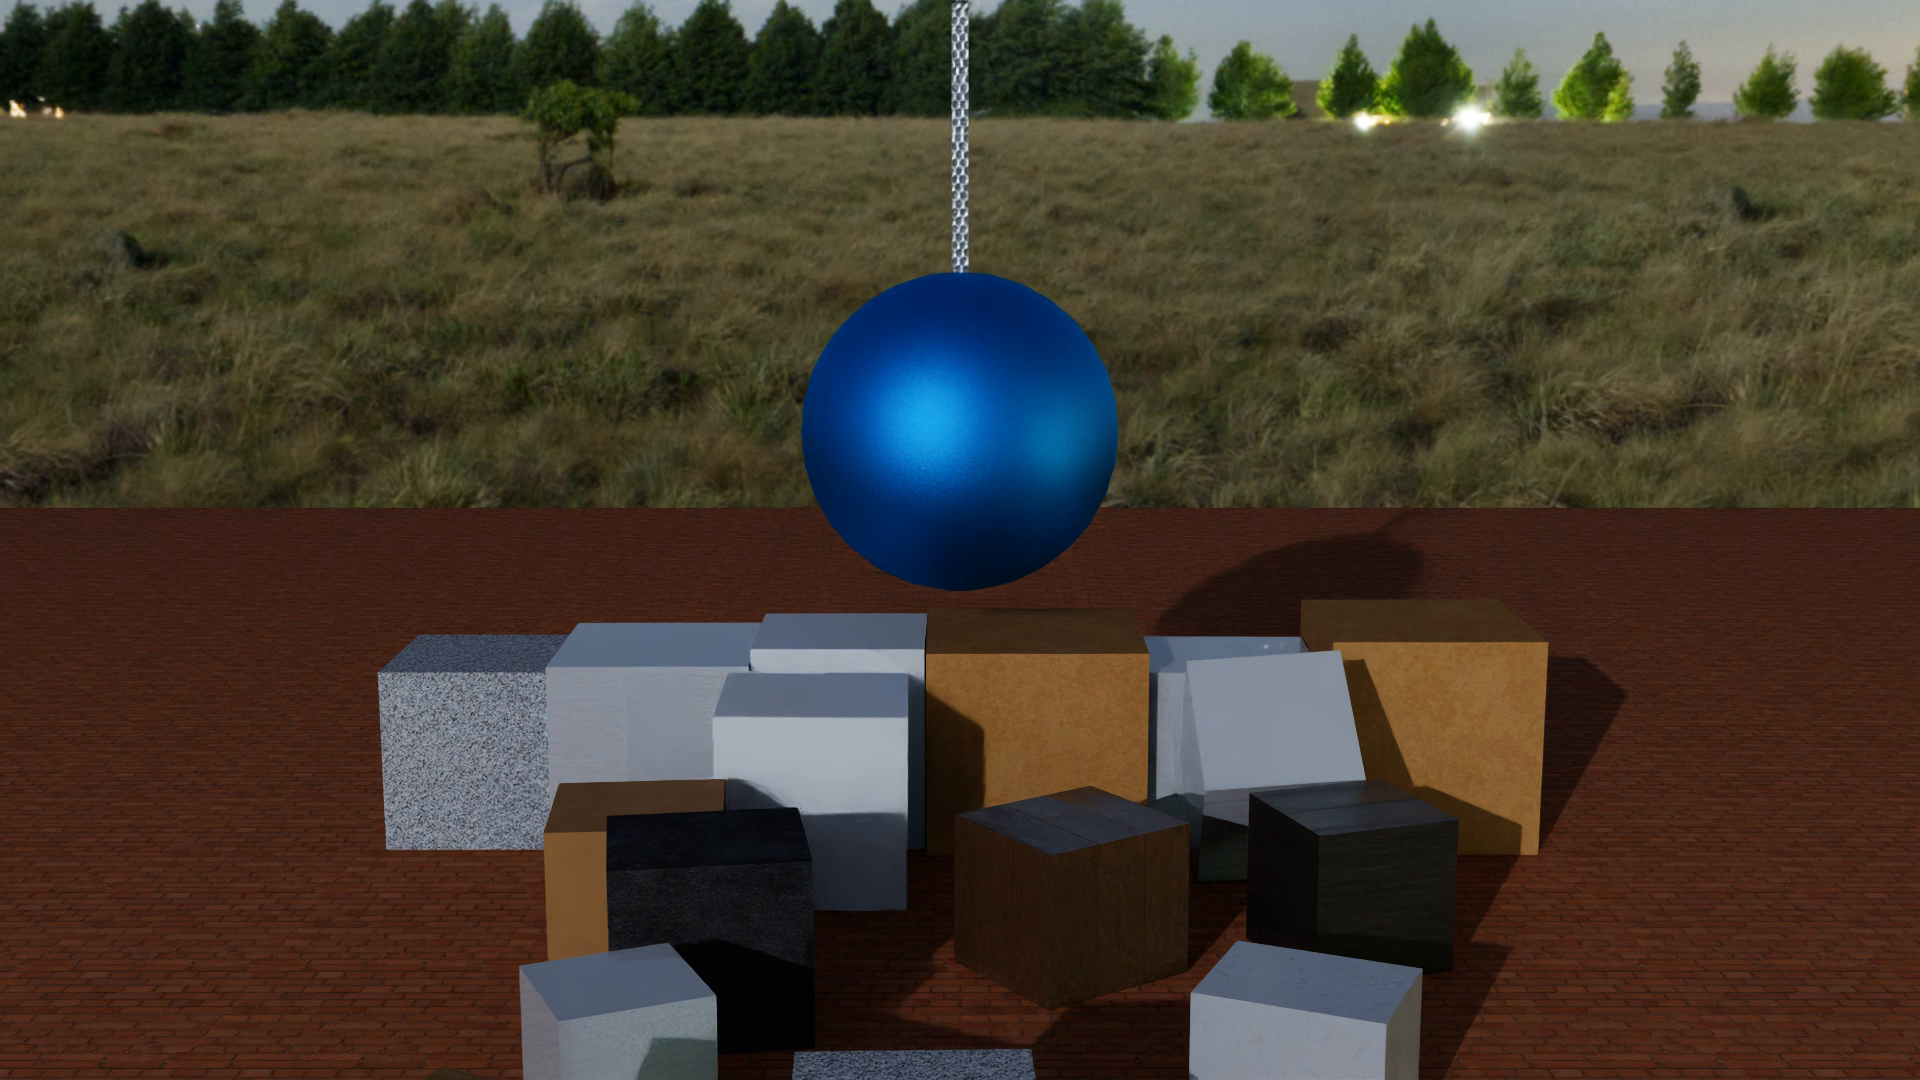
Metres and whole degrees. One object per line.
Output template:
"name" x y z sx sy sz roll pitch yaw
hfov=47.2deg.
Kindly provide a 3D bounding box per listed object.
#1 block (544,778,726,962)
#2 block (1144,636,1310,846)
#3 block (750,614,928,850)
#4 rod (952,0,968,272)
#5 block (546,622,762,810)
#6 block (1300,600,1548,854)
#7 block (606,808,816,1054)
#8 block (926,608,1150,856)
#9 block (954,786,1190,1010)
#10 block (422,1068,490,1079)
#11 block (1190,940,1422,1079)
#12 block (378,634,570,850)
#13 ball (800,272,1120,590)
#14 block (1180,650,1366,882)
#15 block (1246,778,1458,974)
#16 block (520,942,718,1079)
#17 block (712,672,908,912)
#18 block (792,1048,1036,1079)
"block" -1.390 1.476 9.552 0.737 0.677 0.725 -1 10 -5
"block" 1.373 1.030 11.387 0.870 0.900 0.815 0 10 1
"block" -0.603 0.971 11.356 0.859 1.027 0.840 0 10 0
"rod" 0.000 -3.893 10.464 0.080 5.200 0.080 0 10 0
"block" -1.540 1.004 11.359 0.991 0.960 1.001 0 10 -1
"block" 2.351 0.942 11.353 1.052 1.084 1.021 0 10 0
"block" -1.010 1.563 8.826 0.787 0.767 0.706 -2 10 -9
"block" 0.379 0.969 11.366 1.095 1.028 1.050 0 10 0
"block" 0.474 1.511 9.406 0.743 0.662 0.675 -7 13 -34
"block" -1.362 2.054 5.957 0.809 0.828 0.855 6 12 28
"block" 1.218 1.840 7.745 0.681 0.609 0.548 5 11 24
"block" -2.459 1.028 11.364 0.835 0.912 0.852 0 10 0
"ball" 0.000 -0.546 11.062 1.600 1.600 1.600 0 10 0
"block" 1.458 1.079 10.416 0.723 0.847 0.708 -4 52 0
"block" 1.692 1.479 9.553 0.661 0.672 0.643 -4 11 -19
"block" -1.213 1.840 7.806 0.556 0.586 0.559 -5 11 -24
"block" -0.692 1.182 10.466 0.883 0.920 0.841 0 10 -1
"block" -0.131 2.011 6.410 0.726 0.749 0.841 0 10 -2
